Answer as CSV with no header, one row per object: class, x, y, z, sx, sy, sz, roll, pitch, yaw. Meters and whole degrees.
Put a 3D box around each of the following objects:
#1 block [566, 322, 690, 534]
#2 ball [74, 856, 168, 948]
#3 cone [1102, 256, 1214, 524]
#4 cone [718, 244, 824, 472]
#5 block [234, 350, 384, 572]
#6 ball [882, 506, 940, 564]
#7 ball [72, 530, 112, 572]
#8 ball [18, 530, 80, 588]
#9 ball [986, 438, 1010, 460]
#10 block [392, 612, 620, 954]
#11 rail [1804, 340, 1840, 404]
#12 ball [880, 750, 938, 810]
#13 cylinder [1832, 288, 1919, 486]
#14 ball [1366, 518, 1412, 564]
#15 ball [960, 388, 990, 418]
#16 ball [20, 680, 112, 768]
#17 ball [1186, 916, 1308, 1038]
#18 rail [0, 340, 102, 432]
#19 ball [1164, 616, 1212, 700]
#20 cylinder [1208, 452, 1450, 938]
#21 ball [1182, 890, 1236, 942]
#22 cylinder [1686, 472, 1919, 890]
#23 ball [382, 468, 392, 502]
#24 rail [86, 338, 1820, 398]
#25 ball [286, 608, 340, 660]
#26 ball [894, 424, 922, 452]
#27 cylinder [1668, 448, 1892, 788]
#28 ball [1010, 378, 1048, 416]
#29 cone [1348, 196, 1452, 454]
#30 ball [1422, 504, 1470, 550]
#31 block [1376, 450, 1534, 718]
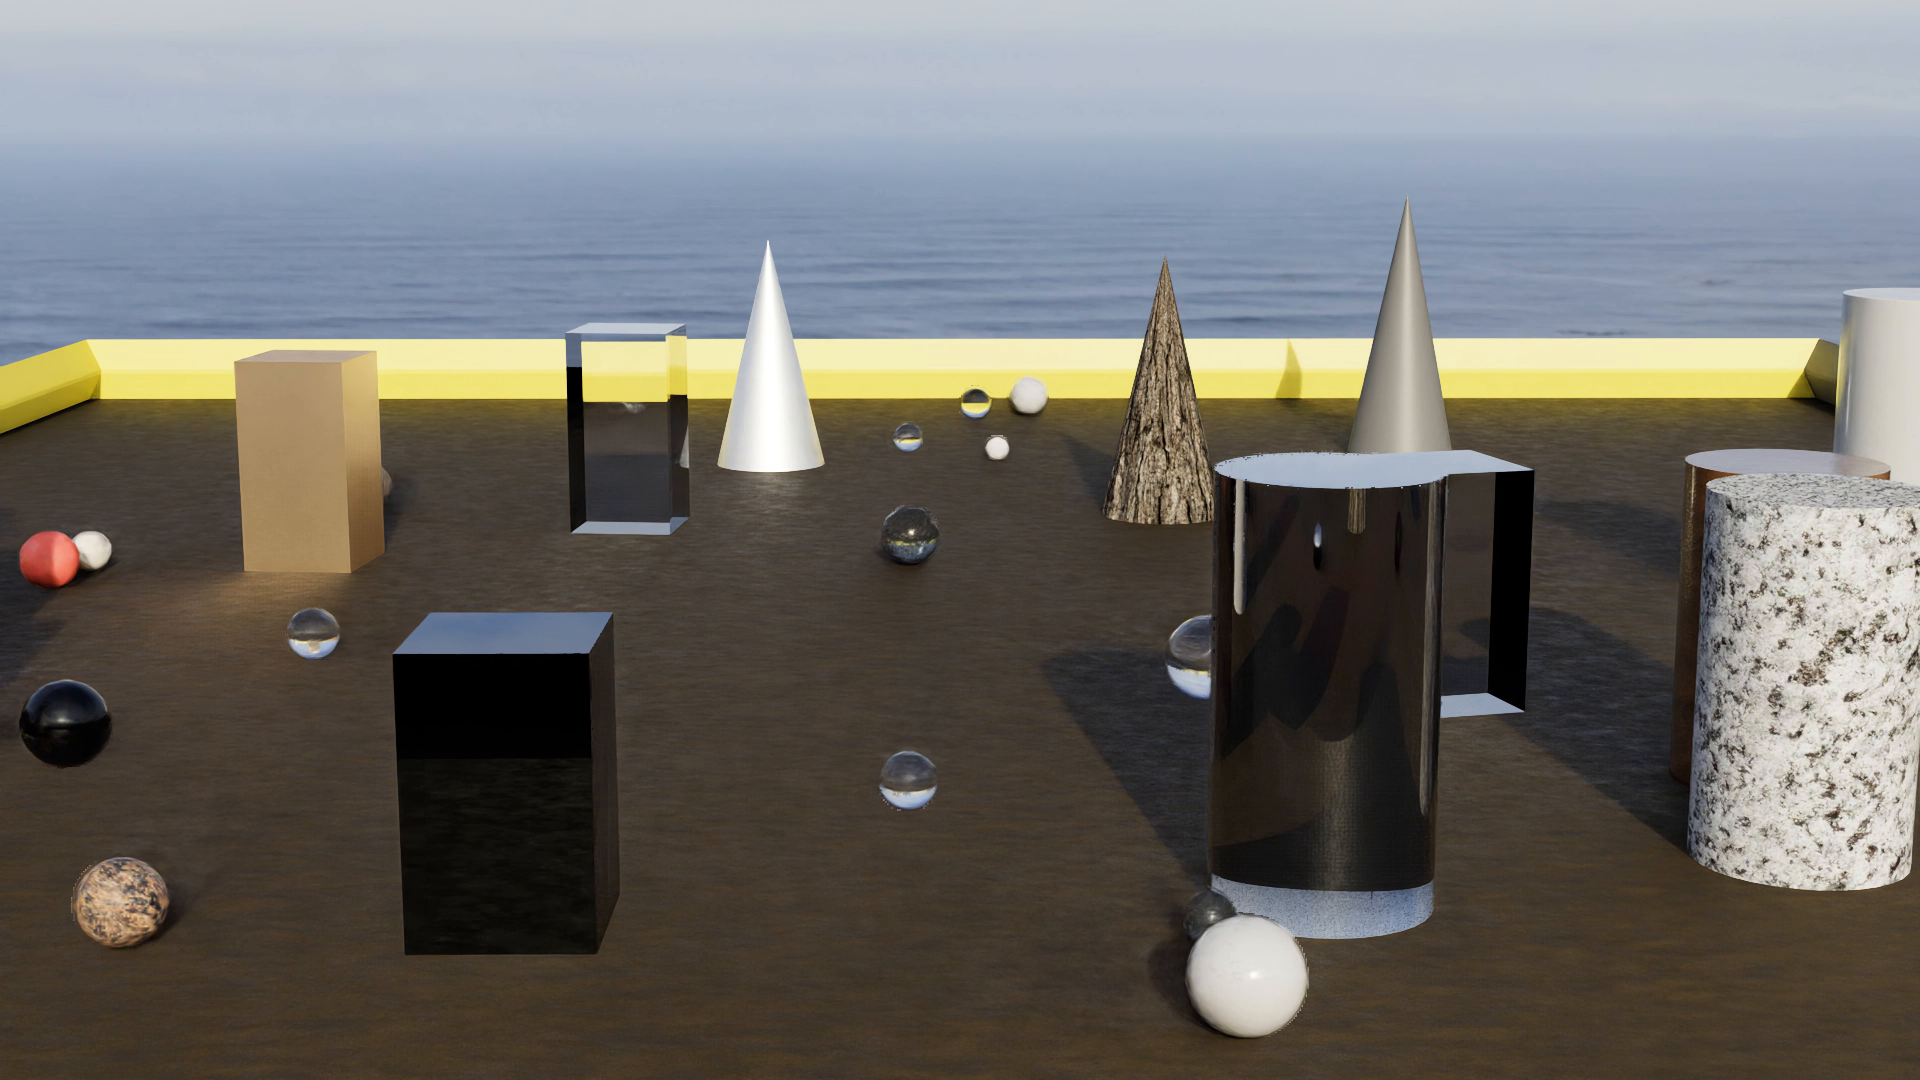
block,-0.528,-0.180,4.091,0.159,0.317,0.159,1,11,5
ball,-0.701,0.303,2.144,0.076,0.076,0.076,0,10,0
cone,0.332,-0.253,4.187,0.199,0.426,0.199,0,10,0
cone,-0.350,-0.345,4.721,0.199,0.414,0.199,0,10,0
block,-0.958,-0.119,3.788,0.159,0.307,0.159,1,11,5
ball,-0.074,-0.007,3.790,0.086,0.086,0.086,0,10,0
ball,-1.268,0.016,3.741,0.060,0.060,0.060,0,10,0
ball,-1.283,0.028,3.616,0.082,0.082,0.082,0,10,0
ball,0.069,-0.170,4.787,0.044,0.044,0.044,0,10,0
block,-0.382,0.204,2.184,0.159,0.256,0.159,0,10,-1
rail,1.892,0.031,3.459,0.045,0.129,4.541,0,10,0
ball,-0.051,0.238,2.541,0.058,0.058,0.058,0,10,0
cylinder,1.191,-0.082,3.198,0.199,0.448,0.199,0,10,0
ball,0.634,0.001,3.802,0.067,0.067,0.067,0,10,0
ball,0.033,-0.286,5.360,0.064,0.064,0.064,0,10,0
ball,-0.940,0.193,2.696,0.092,0.092,0.092,0,10,0
ball,0.217,0.331,1.946,0.092,0.092,0.092,0,10,0
rail,-1.892,0.035,3.438,0.045,0.129,4.541,0,10,0
ball,0.288,0.137,2.976,0.099,0.099,0.099,0,10,0
cylinder,0.317,0.129,2.230,0.199,0.386,0.199,0,10,0
ball,0.209,0.317,2.151,0.045,0.045,0.045,0,10,0
cylinder,0.781,0.125,2.361,0.199,0.347,0.199,0,10,0
ball,-0.986,-0.092,4.301,0.068,0.068,0.068,0,10,0
rail,-0.013,-0.375,5.658,3.832,0.129,0.045,0,10,0
ball,-0.803,0.116,3.184,0.064,0.064,0.064,0,10,0
ball,-0.099,-0.195,4.894,0.054,0.054,0.054,0,10,0
cylinder,0.838,0.084,2.629,0.199,0.330,0.199,0,10,0
ball,0.145,-0.303,5.407,0.080,0.080,0.080,0,10,0
cone,0.838,-0.408,4.846,0.199,0.492,0.199,0,10,0
ball,0.738,-0.019,3.898,0.071,0.071,0.071,0,10,0
block,0.547,0.049,2.959,0.159,0.279,0.159,-3,11,-15
